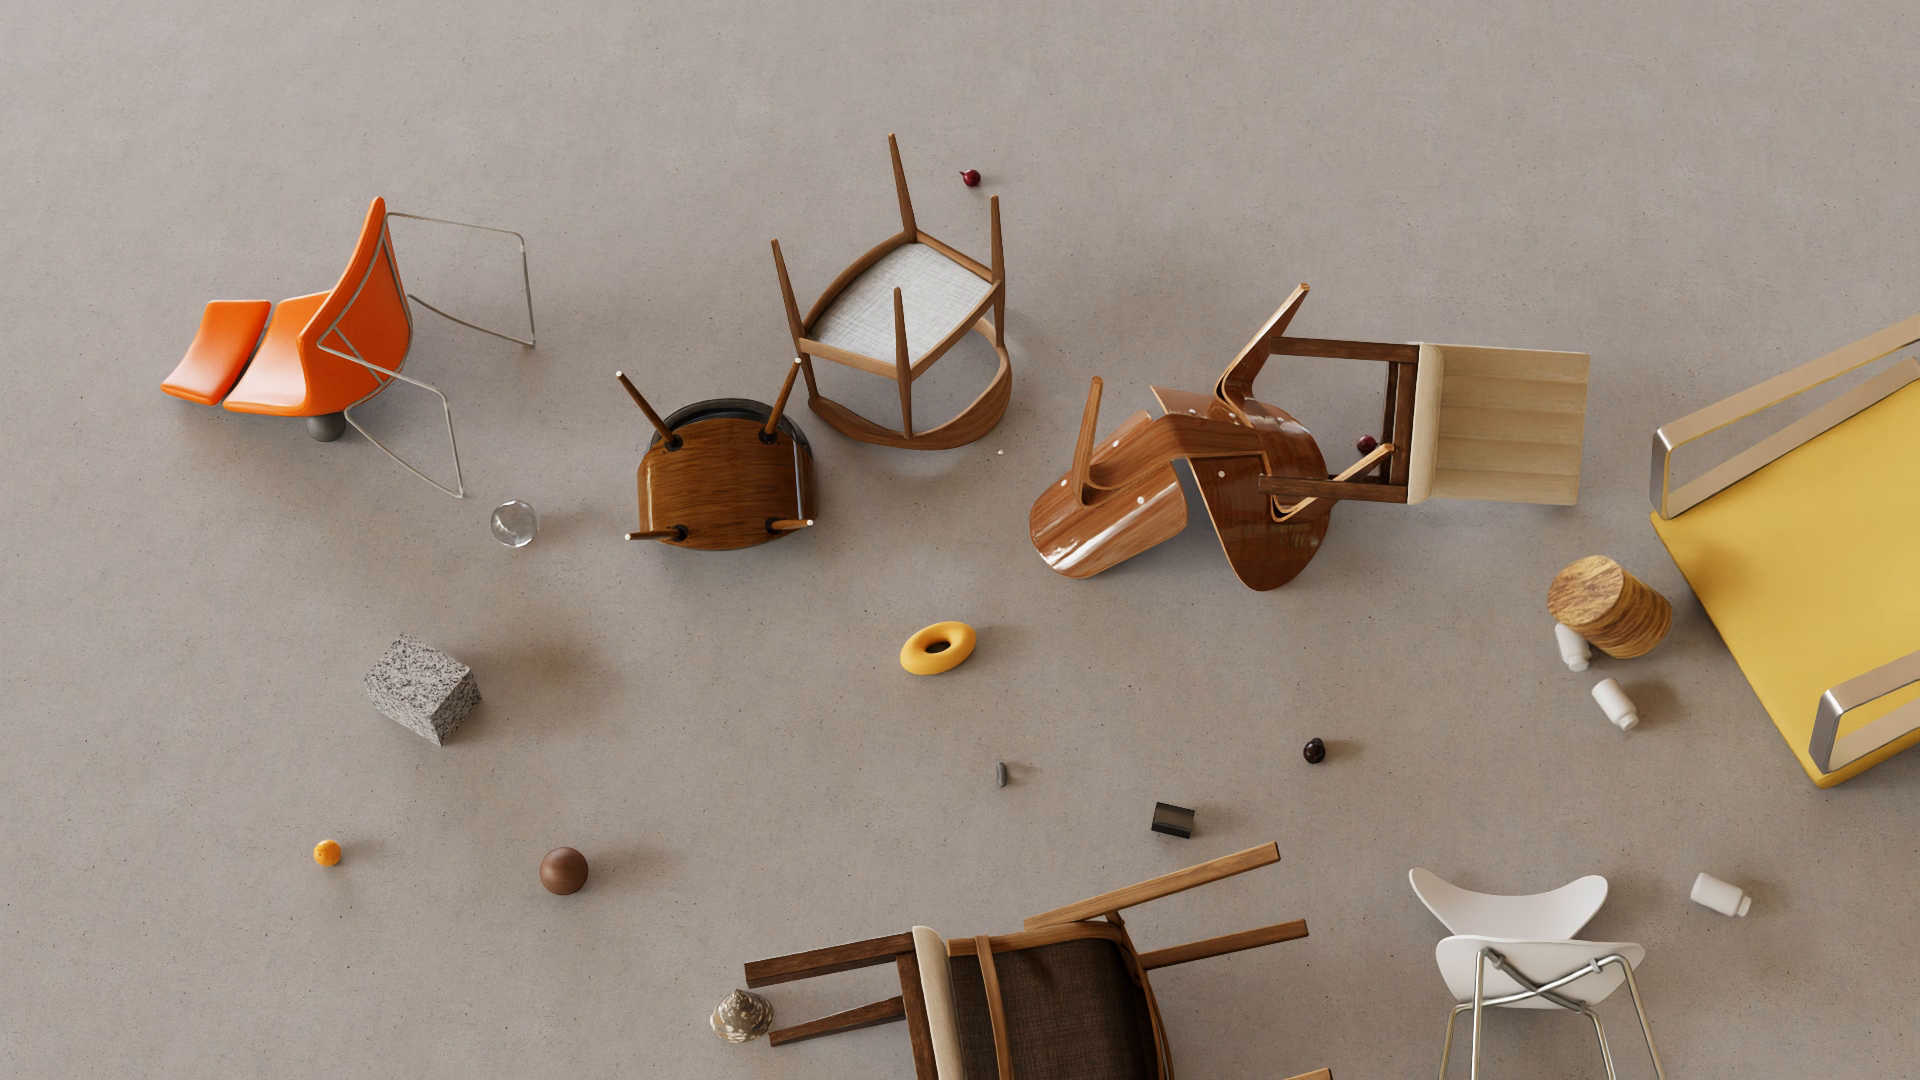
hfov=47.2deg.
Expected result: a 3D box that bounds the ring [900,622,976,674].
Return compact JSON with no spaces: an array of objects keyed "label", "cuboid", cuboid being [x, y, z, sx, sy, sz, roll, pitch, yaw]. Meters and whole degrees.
[{"label":"ring","cuboid":[-0.062,0.310,6.318,0.236,0.082,0.139,-22,60,-15]}]

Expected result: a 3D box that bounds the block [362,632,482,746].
[{"label":"block","cuboid":[-1.512,0.420,6.189,0.238,0.171,0.182,26,60,17]}]

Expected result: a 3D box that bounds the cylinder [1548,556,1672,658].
[{"label":"cylinder","cuboid":[1.841,0.191,6.229,0.237,0.270,0.202,-26,50,38]}]

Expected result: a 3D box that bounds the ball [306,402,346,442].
[{"label":"ball","cuboid":[-1.945,-0.360,6.742,0.121,0.121,0.121,0,56,0]}]

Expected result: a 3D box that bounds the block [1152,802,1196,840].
[{"label":"block","cuboid":[0.584,0.768,6.021,0.107,0.063,0.057,12,57,8]}]

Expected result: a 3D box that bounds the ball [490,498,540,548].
[{"label":"ball","cuboid":[-1.320,-0.050,6.521,0.144,0.144,0.144,0,56,0]}]

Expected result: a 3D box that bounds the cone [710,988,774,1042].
[{"label":"cone","cuboid":[-0.568,1.192,5.658,0.166,0.192,0.139,-8,57,-5]}]
